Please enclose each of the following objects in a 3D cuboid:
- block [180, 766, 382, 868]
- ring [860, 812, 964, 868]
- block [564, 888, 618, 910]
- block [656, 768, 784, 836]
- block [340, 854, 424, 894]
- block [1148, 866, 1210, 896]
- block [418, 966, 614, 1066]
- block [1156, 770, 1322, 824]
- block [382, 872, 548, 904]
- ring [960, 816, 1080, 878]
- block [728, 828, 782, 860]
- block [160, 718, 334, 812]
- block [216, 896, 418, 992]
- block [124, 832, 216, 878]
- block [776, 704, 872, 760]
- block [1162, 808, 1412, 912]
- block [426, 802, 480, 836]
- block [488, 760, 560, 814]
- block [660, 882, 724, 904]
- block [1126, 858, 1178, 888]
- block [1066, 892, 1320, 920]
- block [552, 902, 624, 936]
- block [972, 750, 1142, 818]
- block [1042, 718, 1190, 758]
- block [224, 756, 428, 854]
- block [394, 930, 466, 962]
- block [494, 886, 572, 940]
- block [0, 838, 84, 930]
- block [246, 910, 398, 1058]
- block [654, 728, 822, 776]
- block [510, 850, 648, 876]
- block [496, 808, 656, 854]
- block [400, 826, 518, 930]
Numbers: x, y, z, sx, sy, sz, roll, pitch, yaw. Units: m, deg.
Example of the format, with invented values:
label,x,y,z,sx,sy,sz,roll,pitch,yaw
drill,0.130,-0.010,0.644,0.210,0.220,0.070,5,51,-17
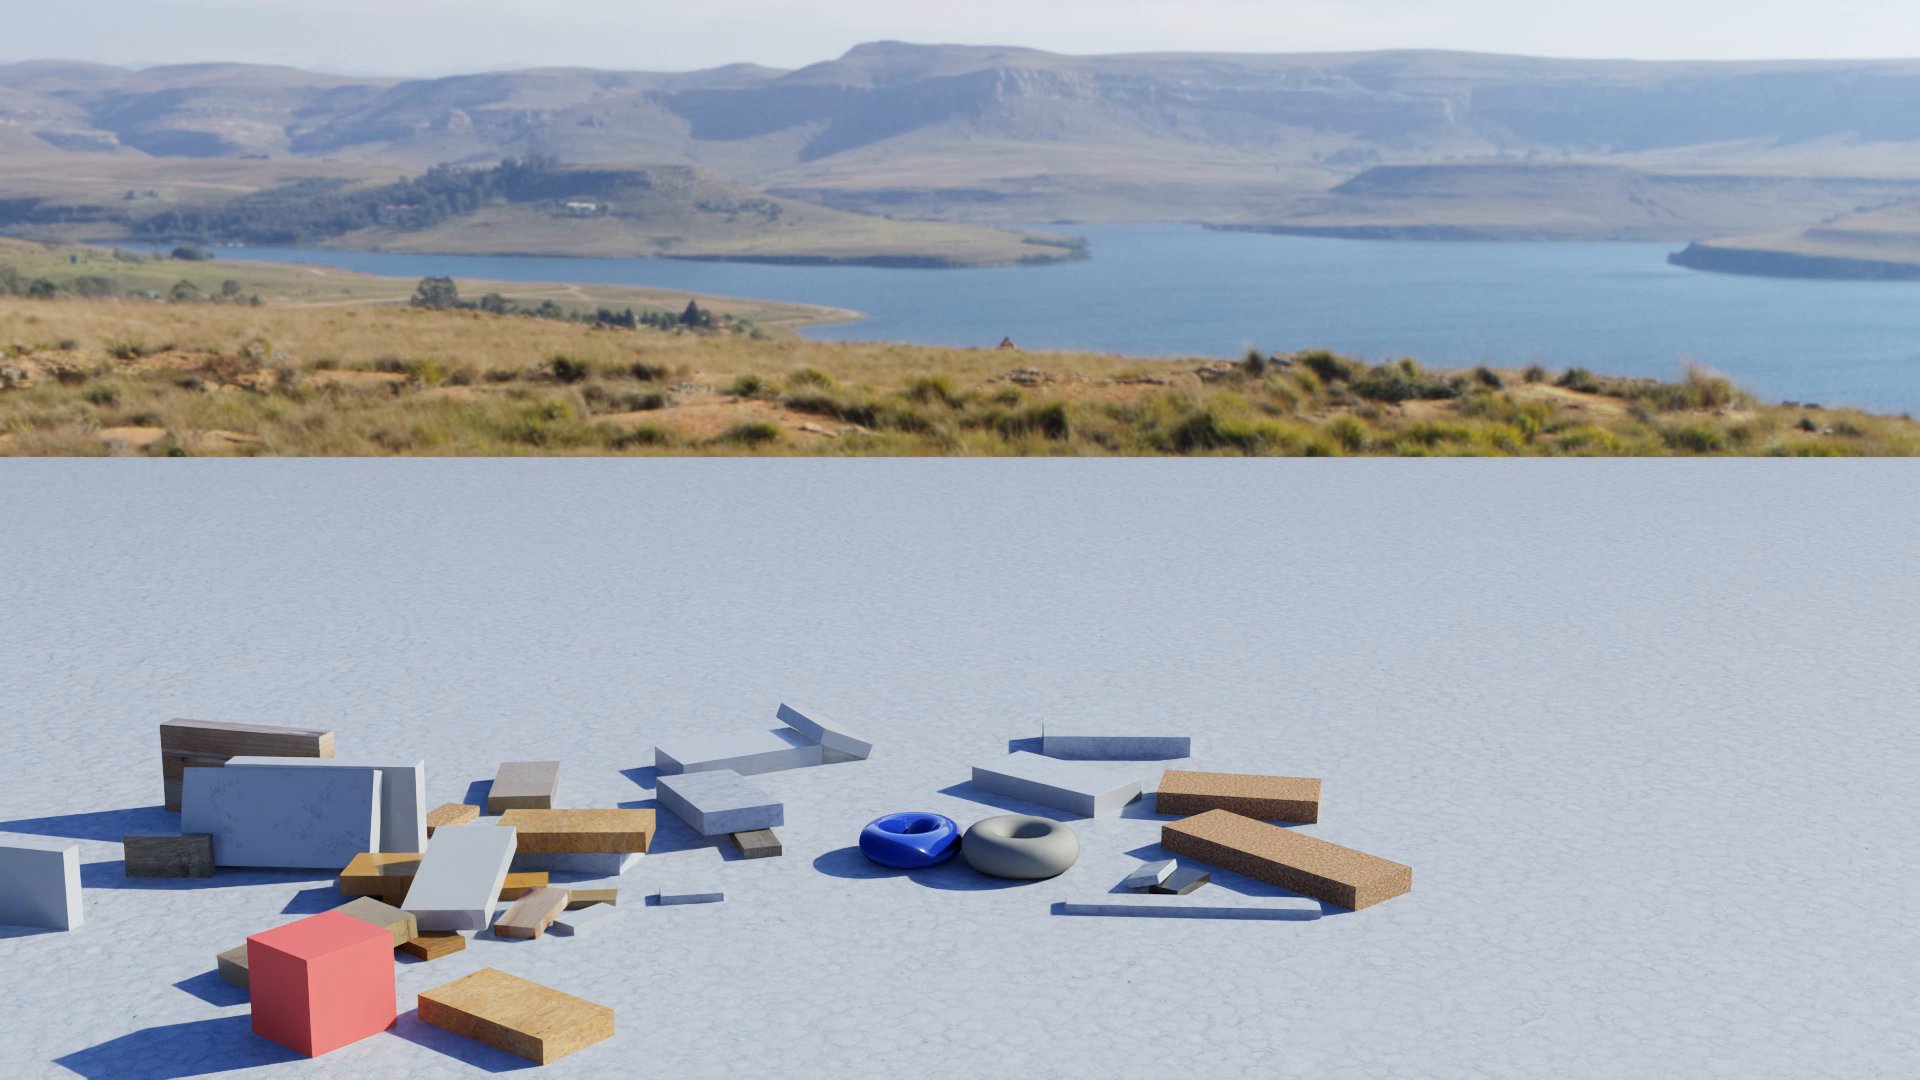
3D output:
label,x,y,z,sx,sy,sz,roll,pitch,yaw
block,-1.171,0.479,3.793,0.334,0.167,0.047,1,-7,4
ring,-0.085,0.526,3.852,0.184,0.061,0.184,-1,11,0
block,-0.617,0.592,3.620,0.103,0.015,0.052,-1,11,-5
block,-0.447,0.483,4.069,0.149,0.042,0.319,-4,7,-23
block,-0.900,0.555,3.657,0.230,0.033,0.115,0,11,0
block,0.370,0.577,3.697,0.055,0.016,0.111,7,13,35
block,-0.631,0.673,3.120,0.264,0.037,0.132,8,13,37
block,0.526,0.482,4.137,0.297,0.042,0.149,2,11,11
block,-0.822,0.580,3.665,0.264,0.021,0.073,-1,11,-7
ring,0.105,0.530,3.806,0.206,0.069,0.206,1,10,0
block,-0.365,0.535,3.913,0.068,0.019,0.136,-3,11,-17
block,-1.320,0.429,4.080,0.334,0.167,0.047,3,11,15
block,-0.977,0.619,3.352,0.132,0.037,0.264,9,18,39
block,-1.349,0.538,3.752,0.146,0.073,0.021,0,11,1
block,-0.281,0.392,4.526,0.115,0.033,0.230,21,-1,-29
block,0.556,0.547,3.787,0.149,0.042,0.433,-9,14,-41
block,-0.945,0.513,4.030,0.068,0.019,0.136,3,11,18
block,-0.833,0.472,4.213,0.115,0.033,0.230,-1,11,-5
block,-0.445,0.586,3.648,0.104,0.015,0.052,-2,11,-10
block,0.324,0.563,3.714,0.055,0.016,0.111,-12,2,22
block,0.379,0.597,3.589,0.412,0.016,0.055,1,11,4
block,-0.597,0.608,3.531,0.052,0.015,0.104,9,14,39
block,0.184,0.467,4.219,0.297,0.042,0.148,9,14,40
block,0.321,0.407,4.541,0.298,0.042,0.149,0,11,1
block,-1.112,0.470,3.860,0.339,0.167,0.047,1,11,4
block,-0.844,0.623,3.439,0.140,0.020,0.070,9,14,41
block,-0.685,0.598,3.531,0.070,0.020,0.140,3,17,14
block,-1.664,0.542,3.566,0.519,0.131,0.037,3,11,14
block,-0.899,0.623,3.102,0.142,0.142,0.142,8,13,38
block,-0.444,0.432,4.406,0.298,0.042,0.149,-6,12,-29
block,-0.693,0.538,3.849,0.262,0.037,0.131,3,11,14
block,-0.669,0.505,3.821,0.262,0.037,0.131,0,11,-1
block,-0.808,0.545,3.559,0.132,0.037,0.264,0,22,0
